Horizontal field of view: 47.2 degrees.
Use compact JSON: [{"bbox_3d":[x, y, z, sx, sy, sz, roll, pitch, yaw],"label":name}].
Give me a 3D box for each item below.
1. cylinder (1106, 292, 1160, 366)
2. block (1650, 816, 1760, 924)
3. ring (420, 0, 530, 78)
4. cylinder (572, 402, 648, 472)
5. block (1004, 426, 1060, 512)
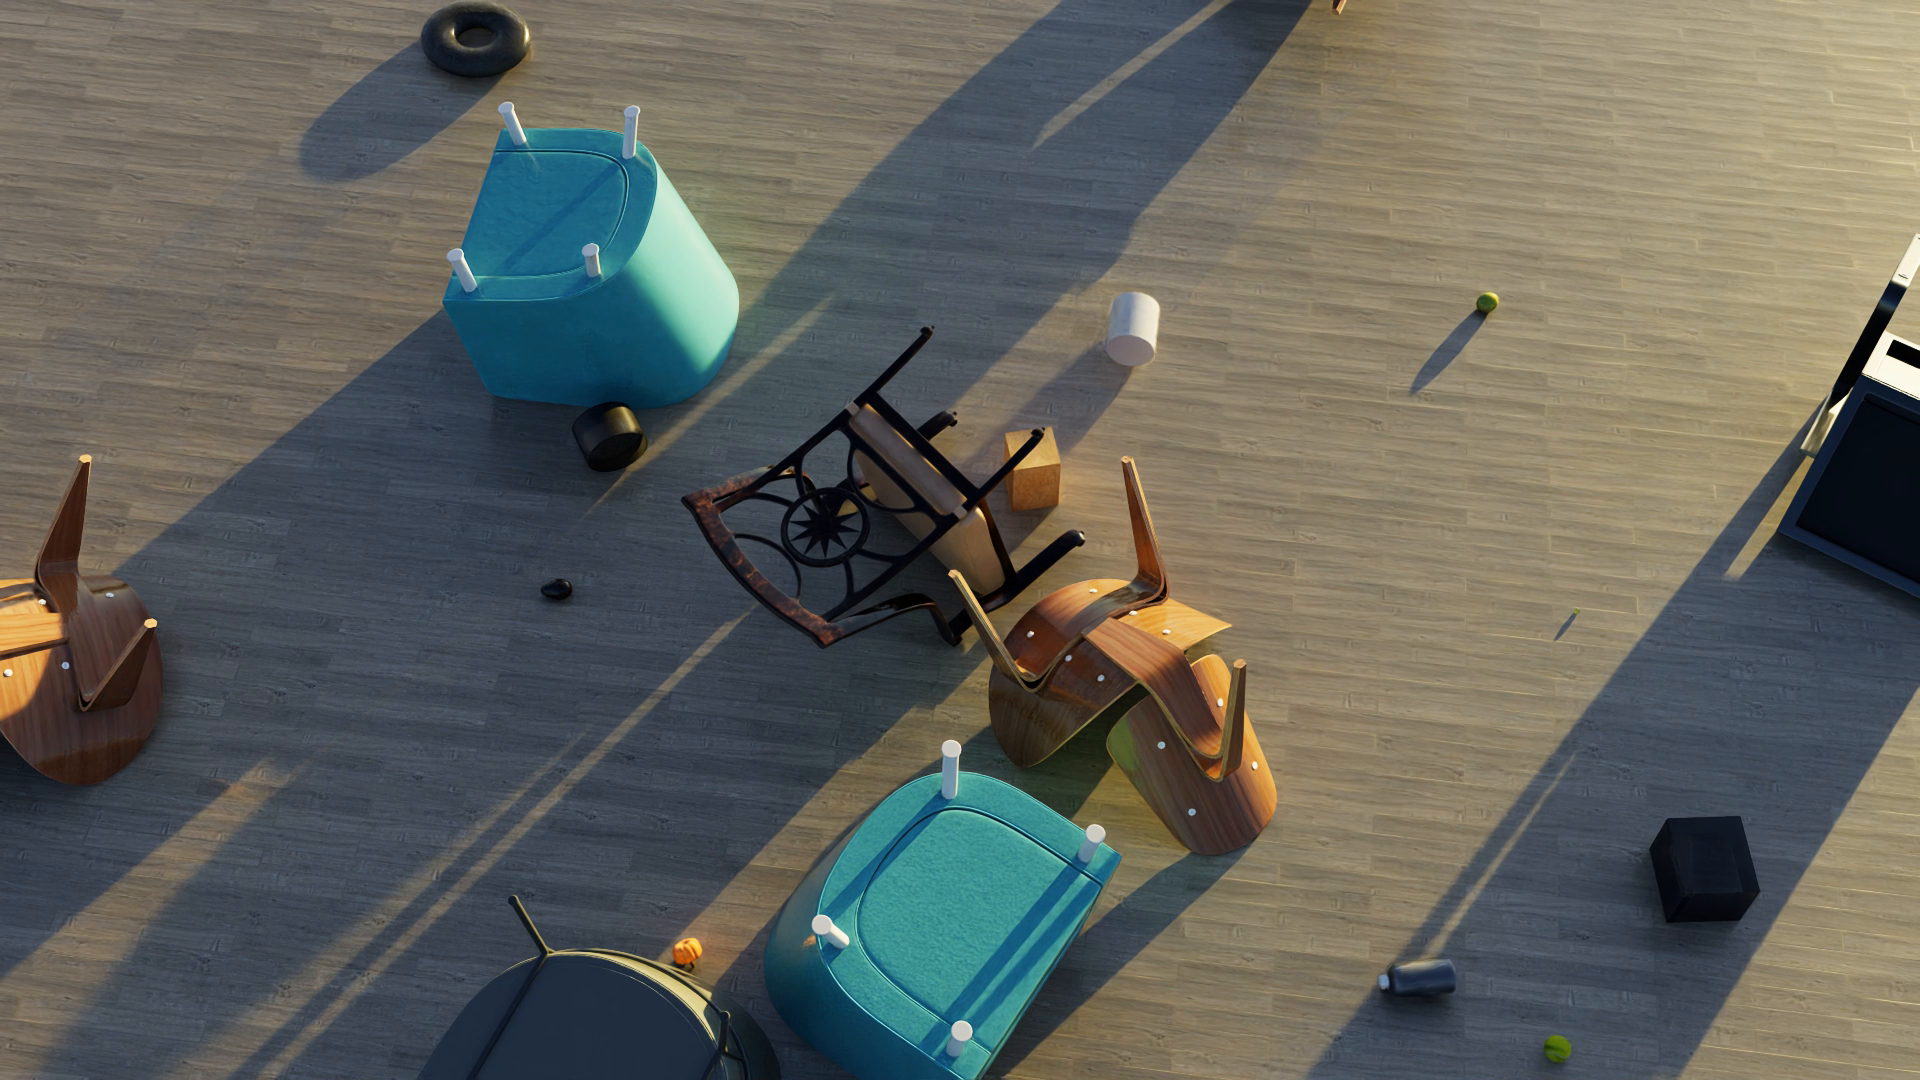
[{"bbox_3d":[0.544,-0.664,6.928,0.150,0.155,0.175,-24,44,40],"label":"cylinder"},{"bbox_3d":[1.986,0.880,5.873,0.197,0.183,0.219,-2,56,-1],"label":"block"},{"bbox_3d":[-1.696,-1.758,7.705,0.402,0.082,0.358,27,59,18],"label":"ring"},{"bbox_3d":[-1.064,-0.313,6.683,0.194,0.170,0.131,-19,58,-18],"label":"cylinder"},{"bbox_3d":[0.215,-0.212,6.586,0.141,0.216,0.138,-9,57,-6],"label":"block"}]
